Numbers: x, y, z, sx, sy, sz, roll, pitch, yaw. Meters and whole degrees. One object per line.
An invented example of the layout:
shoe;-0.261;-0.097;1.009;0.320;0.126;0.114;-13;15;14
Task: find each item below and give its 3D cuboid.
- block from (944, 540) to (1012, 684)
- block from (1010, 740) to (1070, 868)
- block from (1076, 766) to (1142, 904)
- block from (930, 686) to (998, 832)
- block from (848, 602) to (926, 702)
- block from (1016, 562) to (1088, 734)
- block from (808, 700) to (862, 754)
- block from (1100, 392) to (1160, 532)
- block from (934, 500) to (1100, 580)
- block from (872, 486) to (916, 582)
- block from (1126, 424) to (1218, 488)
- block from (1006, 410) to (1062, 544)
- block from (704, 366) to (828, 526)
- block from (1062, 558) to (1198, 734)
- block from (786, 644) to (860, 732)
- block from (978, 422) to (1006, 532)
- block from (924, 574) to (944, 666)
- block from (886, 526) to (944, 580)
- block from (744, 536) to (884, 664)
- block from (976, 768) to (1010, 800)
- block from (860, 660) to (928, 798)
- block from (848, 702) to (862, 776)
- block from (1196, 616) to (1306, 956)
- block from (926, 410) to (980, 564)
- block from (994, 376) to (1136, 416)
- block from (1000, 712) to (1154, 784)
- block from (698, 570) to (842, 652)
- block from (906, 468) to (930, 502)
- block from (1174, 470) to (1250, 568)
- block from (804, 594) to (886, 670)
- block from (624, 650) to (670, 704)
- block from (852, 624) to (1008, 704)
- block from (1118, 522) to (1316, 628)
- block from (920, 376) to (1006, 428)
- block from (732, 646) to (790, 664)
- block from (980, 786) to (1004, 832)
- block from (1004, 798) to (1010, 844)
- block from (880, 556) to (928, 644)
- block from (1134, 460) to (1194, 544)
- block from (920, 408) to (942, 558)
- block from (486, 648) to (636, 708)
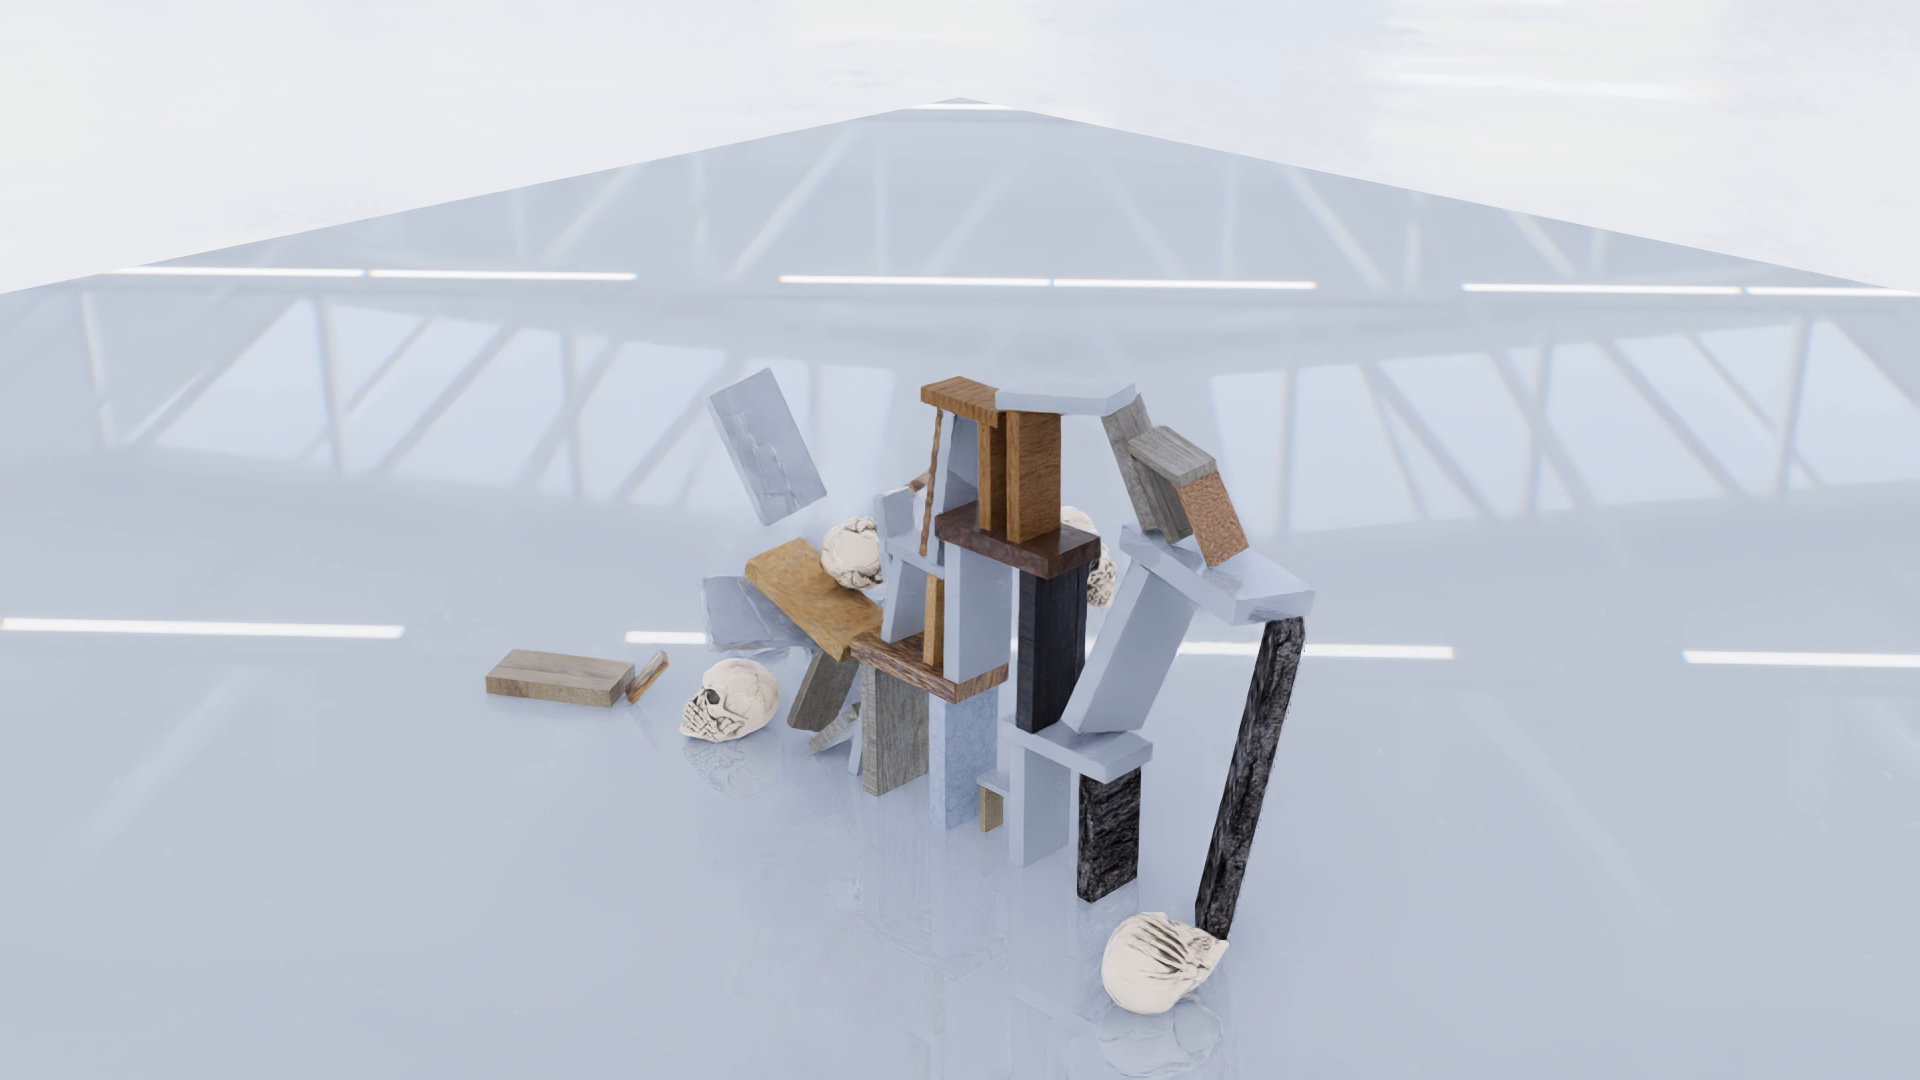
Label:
block;0.036;0.120;4.236;0.145;0.290;0.041;-21;32;-40
block;0.156;0.491;4.264;0.038;0.266;0.133;21;31;40
block;0.281;0.540;4.149;0.038;0.266;0.133;21;31;40
block;0.008;0.420;4.390;0.149;0.298;0.042;-21;31;-41
block;-0.127;0.207;4.984;0.154;0.044;0.419;49;53;4
block;0.173;0.189;4.120;0.041;0.327;0.145;22;31;40
block;-0.233;0.386;4.644;0.101;0.202;0.029;-21;76;-41
block;0.326;-0.140;3.960;0.032;0.225;0.113;-13;14;33
block;0.105;-0.006;4.109;0.290;0.041;0.145;21;31;40
block;-0.125;-0.011;4.377;0.025;0.175;0.087;4;16;39
block;0.369;-0.147;3.838;0.080;0.023;0.160;-25;35;-19
block;0.135;-0.129;4.023;0.032;0.251;0.112;20;30;40
block;-0.408;-0.196;4.622;0.149;0.298;0.042;-29;12;-24
block;0.326;0.197;4.058;0.172;0.345;0.049;2;29;-43
block;-0.290;0.316;4.726;0.101;0.202;0.029;12;19;-35
block;0.081;-0.129;4.082;0.029;0.204;0.102;20;30;41
block;-0.024;0.143;4.305;0.095;0.191;0.027;-21;34;-40
block;-0.044;0.030;4.289;0.095;0.027;0.191;-22;35;-40
block;-0.297;0.124;4.649;0.154;0.044;0.309;-25;55;-41
block;0.087;0.483;4.341;0.103;0.015;0.051;21;31;41
block;-0.133;0.365;4.520;0.042;0.298;0.149;21;31;40
block;-0.172;0.391;4.581;0.101;0.202;0.029;-21;46;-41
block;0.514;0.423;3.931;0.049;0.648;0.172;11;22;2
block;-0.003;-0.111;4.182;0.029;0.317;0.102;29;34;36
block;0.189;-0.258;3.944;0.225;0.032;0.112;6;21;31
block;0.219;0.375;4.148;0.265;0.038;0.133;21;31;40
block;-0.393;0.151;4.704;0.309;0.044;0.154;-3;64;-20
block;-0.089;-0.112;4.681;0.025;0.087;0.175;47;46;5
block;0.437;-0.043;3.821;0.080;0.160;0.023;-29;12;-24
block;-0.216;0.212;5.065;0.298;0.149;0.042;-11;15;-25
block;-0.700;0.306;4.914;0.017;0.121;0.061;40;8;-26
block;-0.062;0.236;4.386;0.149;0.042;0.298;-21;31;-40
block;0.451;0.050;3.893;0.172;0.049;0.345;-7;26;-31
block;0.033;-0.257;4.082;0.102;0.029;0.204;-19;29;-41
block;-0.465;0.255;5.137;0.121;0.017;0.061;-16;28;-33
block;0.063;0.528;4.386;0.015;0.103;0.051;21;31;41
block;0.111;0.546;4.341;0.015;0.103;0.051;21;31;41
block;-0.104;0.107;4.384;0.027;0.191;0.095;29;32;35
block;0.376;-0.082;3.900;0.080;0.160;0.023;-27;9;-21
block;-0.021;-0.117;4.202;0.025;0.309;0.087;29;33;36
block;-0.902;0.311;4.973;0.298;0.042;0.149;6;24;13
